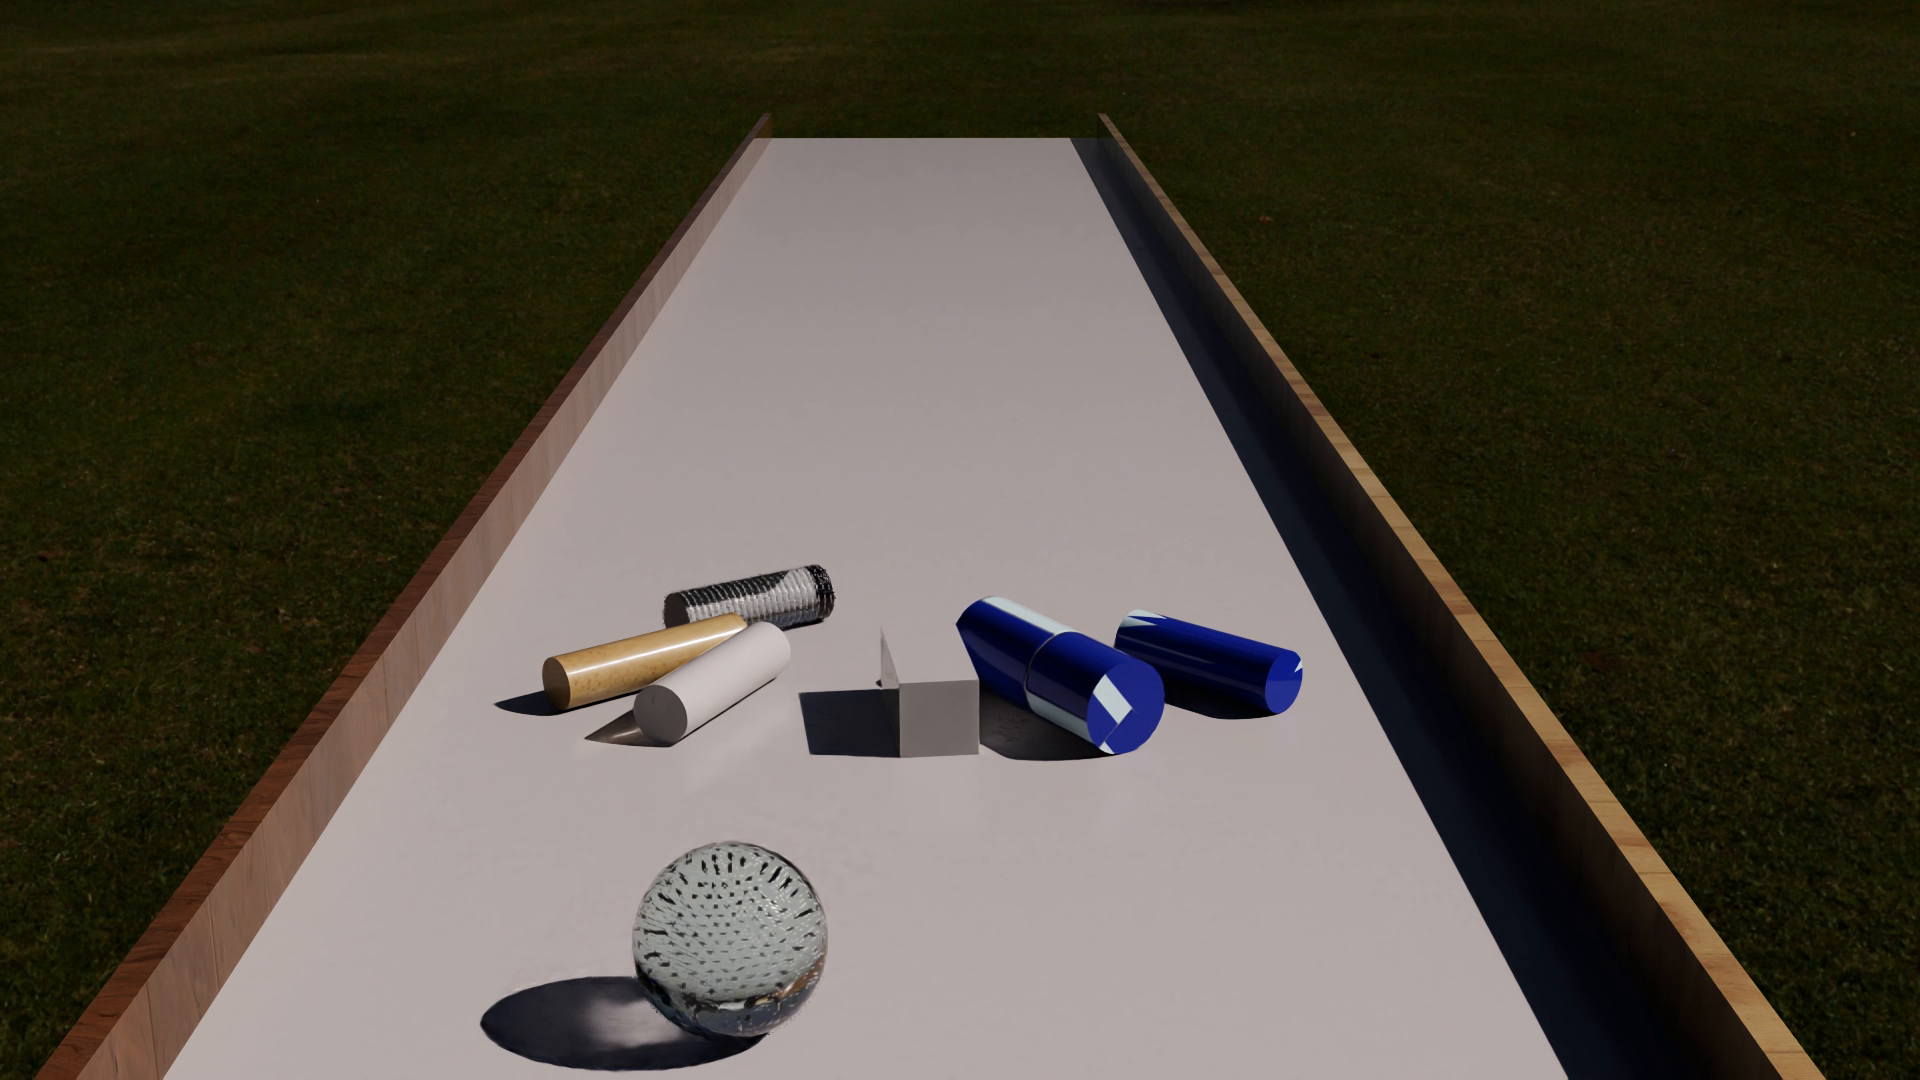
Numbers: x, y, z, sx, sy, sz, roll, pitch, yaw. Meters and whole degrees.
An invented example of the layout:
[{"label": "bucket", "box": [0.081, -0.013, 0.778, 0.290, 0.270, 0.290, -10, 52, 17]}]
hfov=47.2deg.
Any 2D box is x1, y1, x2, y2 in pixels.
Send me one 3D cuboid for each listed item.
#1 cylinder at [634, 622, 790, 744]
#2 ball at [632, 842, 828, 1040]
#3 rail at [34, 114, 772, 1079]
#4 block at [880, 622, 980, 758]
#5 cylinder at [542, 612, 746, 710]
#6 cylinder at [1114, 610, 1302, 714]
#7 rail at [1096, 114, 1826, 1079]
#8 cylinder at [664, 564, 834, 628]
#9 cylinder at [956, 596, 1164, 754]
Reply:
[{"label": "cylinder", "box": [-0.461, 0.265, 4.138, 0.114, 0.114, 0.389, 7, 18, 23]}, {"label": "ball", "box": [-0.309, 0.538, 2.956, 0.264, 0.264, 0.264, 0, 17, 0]}, {"label": "rail", "box": [-1.118, -0.838, 7.780, 0.050, 0.150, 12.000, 0, 17, -1]}, {"label": "block", "box": [-0.059, 0.273, 4.058, 0.143, 0.143, 0.318, -2, 17, -8]}, {"label": "cylinder", "box": [-0.603, 0.233, 4.263, 0.411, 0.104, 0.104, -14, 21, -38]}, {"label": "cylinder", "box": [0.476, 0.231, 4.237, 0.360, 0.122, 0.122, 15, 22, 41]}, {"label": "rail", "box": [0.932, -0.844, 7.801, 0.050, 0.150, 12.000, 0, 17, -1]}, {"label": "cylinder", "box": [-0.437, 0.137, 4.559, 0.339, 0.116, 0.116, -11, 20, -33]}, {"label": "cylinder", "box": [0.176, 0.246, 4.094, 0.175, 0.175, 0.441, -11, 20, -32]}]
